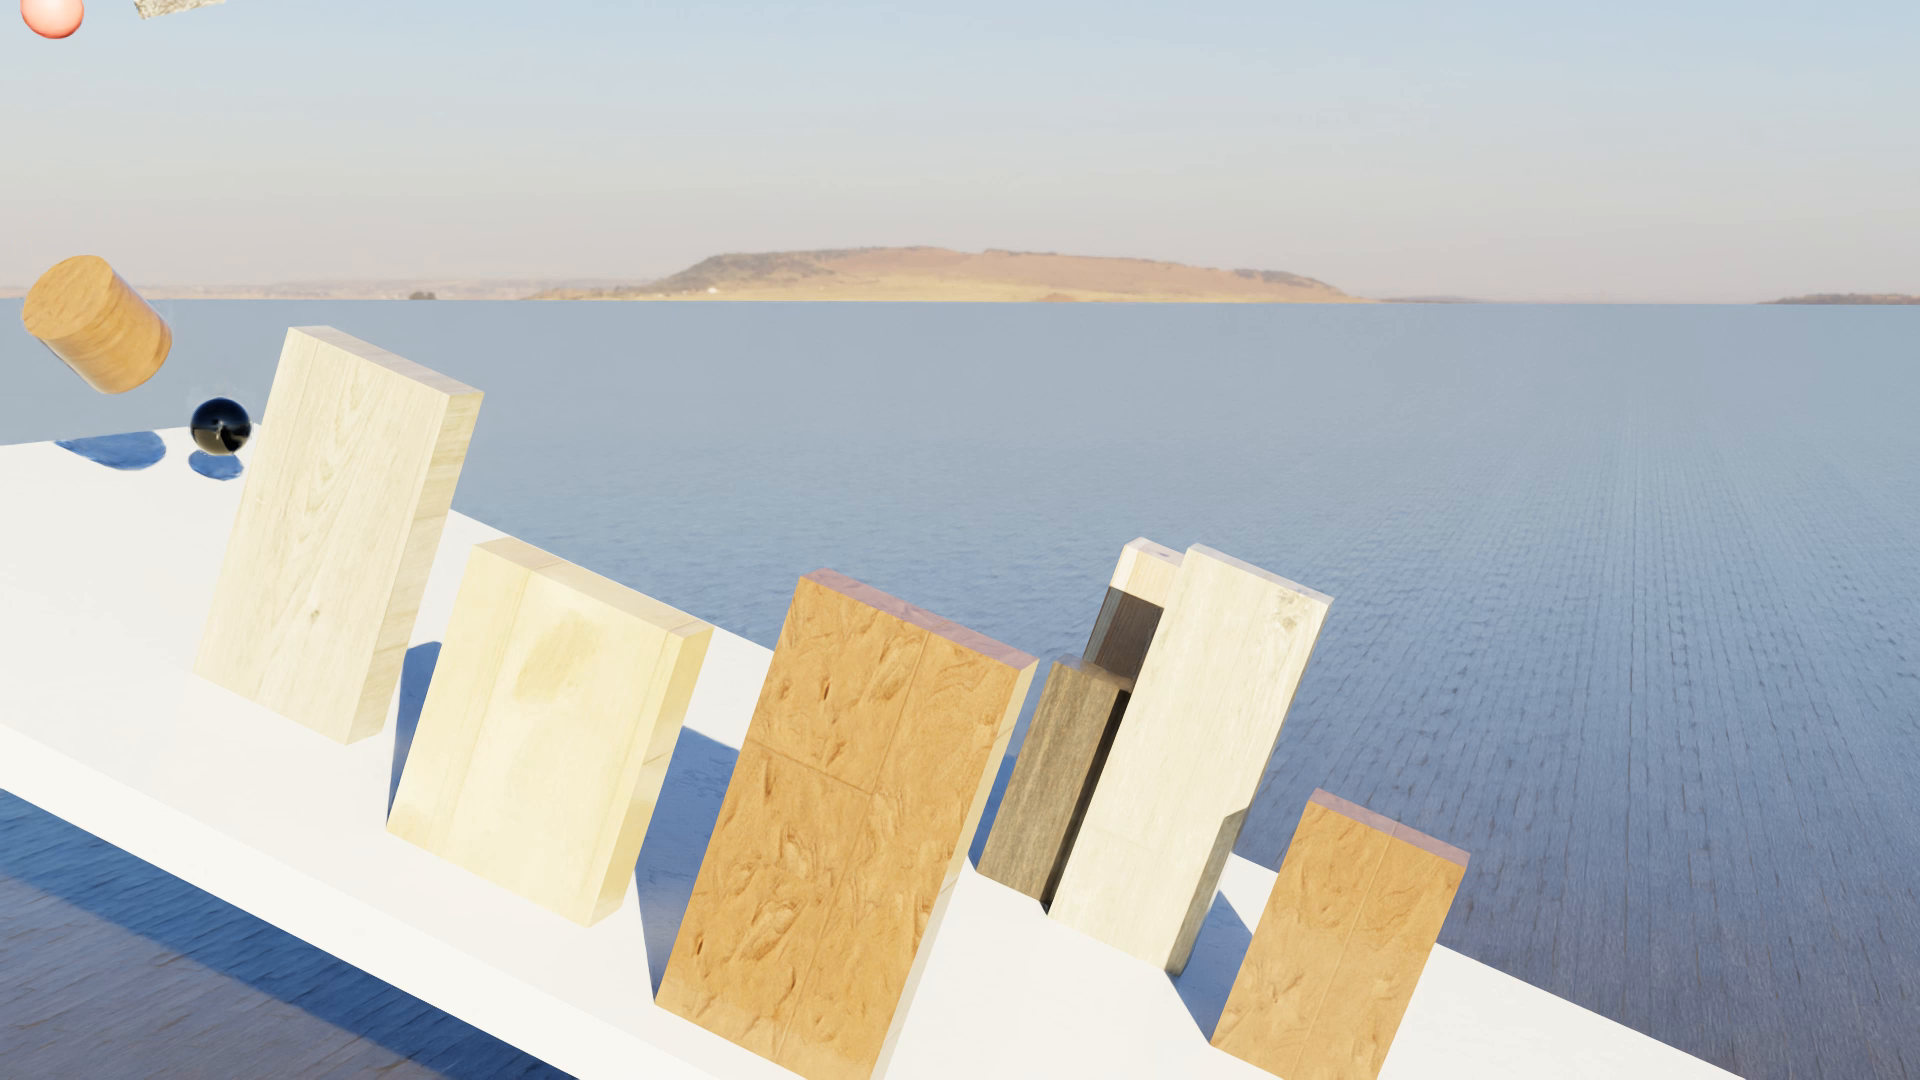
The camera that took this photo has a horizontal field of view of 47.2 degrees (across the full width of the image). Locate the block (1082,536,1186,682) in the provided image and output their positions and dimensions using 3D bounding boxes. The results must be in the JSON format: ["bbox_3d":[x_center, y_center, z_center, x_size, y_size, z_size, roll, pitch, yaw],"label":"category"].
[{"bbox_3d":[0.441,0.380,4.603,0.419,0.652,0.149,23,13,13],"label":"block"}]

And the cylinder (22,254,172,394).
[{"bbox_3d":[-1.671,-0.417,4.265,0.195,0.195,0.195,2,-28,19],"label":"cylinder"}]

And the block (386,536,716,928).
[{"bbox_3d":[-0.665,0.306,3.550,0.385,0.508,0.122,23,13,13],"label":"block"}]

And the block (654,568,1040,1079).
[{"bbox_3d":[-0.174,0.438,3.267,0.353,0.708,0.103,23,13,13],"label":"block"}]

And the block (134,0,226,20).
[{"bbox_3d":[-1.644,-1.216,4.549,0.174,0.174,0.174,-17,51,-18],"label":"block"}]

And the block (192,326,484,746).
[{"bbox_3d":[-1.103,-0.010,3.888,0.330,0.659,0.117,23,13,13],"label":"block"}]

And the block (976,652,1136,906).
[{"bbox_3d":[0.309,0.516,4.272,0.421,0.457,0.101,23,13,13],"label":"block"}]

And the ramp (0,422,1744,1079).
[{"bbox_3d":[-0.331,0.604,4.209,4.000,0.100,2.000,23,13,13],"label":"ramp"}]

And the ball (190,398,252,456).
[{"bbox_3d":[-1.632,-0.250,4.856,0.130,0.130,0.130,0,7,0],"label":"ball"}]

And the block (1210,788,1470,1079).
[{"bbox_3d":[0.666,0.721,3.867,0.287,0.486,0.101,23,13,13],"label":"block"}]

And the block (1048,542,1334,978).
[{"bbox_3d":[0.431,0.416,4.153,0.277,0.771,0.090,23,13,13],"label":"block"}]

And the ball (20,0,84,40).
[{"bbox_3d":[-1.908,-1.116,4.623,0.124,0.124,0.124,0,7,0],"label":"ball"}]
